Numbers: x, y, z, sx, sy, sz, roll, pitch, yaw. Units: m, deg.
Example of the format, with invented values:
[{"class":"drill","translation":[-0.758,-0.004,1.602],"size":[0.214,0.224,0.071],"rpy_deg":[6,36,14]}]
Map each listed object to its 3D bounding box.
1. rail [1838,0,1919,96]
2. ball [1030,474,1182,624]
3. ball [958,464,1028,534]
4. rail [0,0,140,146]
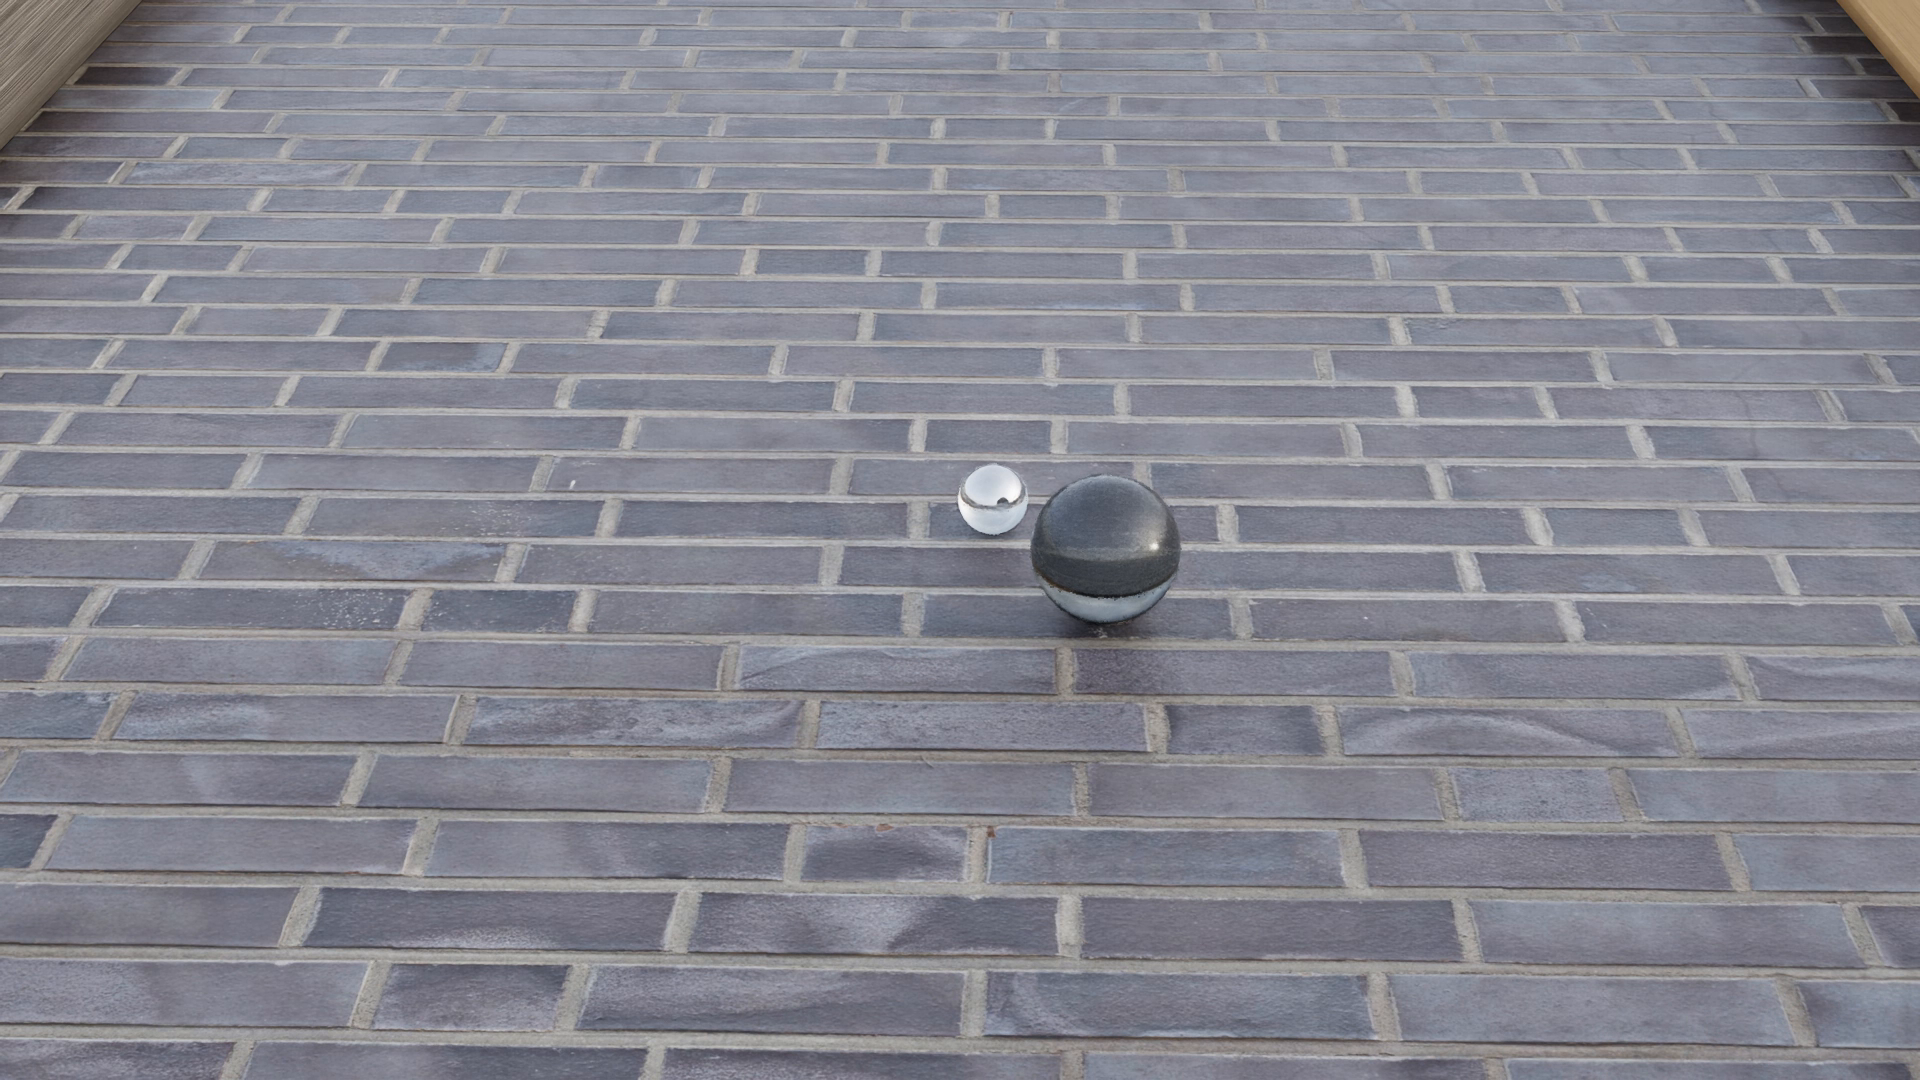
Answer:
[{"class":"rail","translation":[0.865,-0.349,2.478],"size":[0.045,0.120,2.998],"rpy_deg":[1,27,1]},{"class":"ball","translation":[0.090,0.005,1.809],"size":[0.093,0.093,0.093],"rpy_deg":[0,27,0]},{"class":"ball","translation":[0.022,-0.027,1.924],"size":[0.046,0.046,0.046],"rpy_deg":[0,27,0]},{"class":"rail","translation":[-0.831,-0.366,2.513],"size":[0.045,0.120,2.998],"rpy_deg":[1,27,1]}]
